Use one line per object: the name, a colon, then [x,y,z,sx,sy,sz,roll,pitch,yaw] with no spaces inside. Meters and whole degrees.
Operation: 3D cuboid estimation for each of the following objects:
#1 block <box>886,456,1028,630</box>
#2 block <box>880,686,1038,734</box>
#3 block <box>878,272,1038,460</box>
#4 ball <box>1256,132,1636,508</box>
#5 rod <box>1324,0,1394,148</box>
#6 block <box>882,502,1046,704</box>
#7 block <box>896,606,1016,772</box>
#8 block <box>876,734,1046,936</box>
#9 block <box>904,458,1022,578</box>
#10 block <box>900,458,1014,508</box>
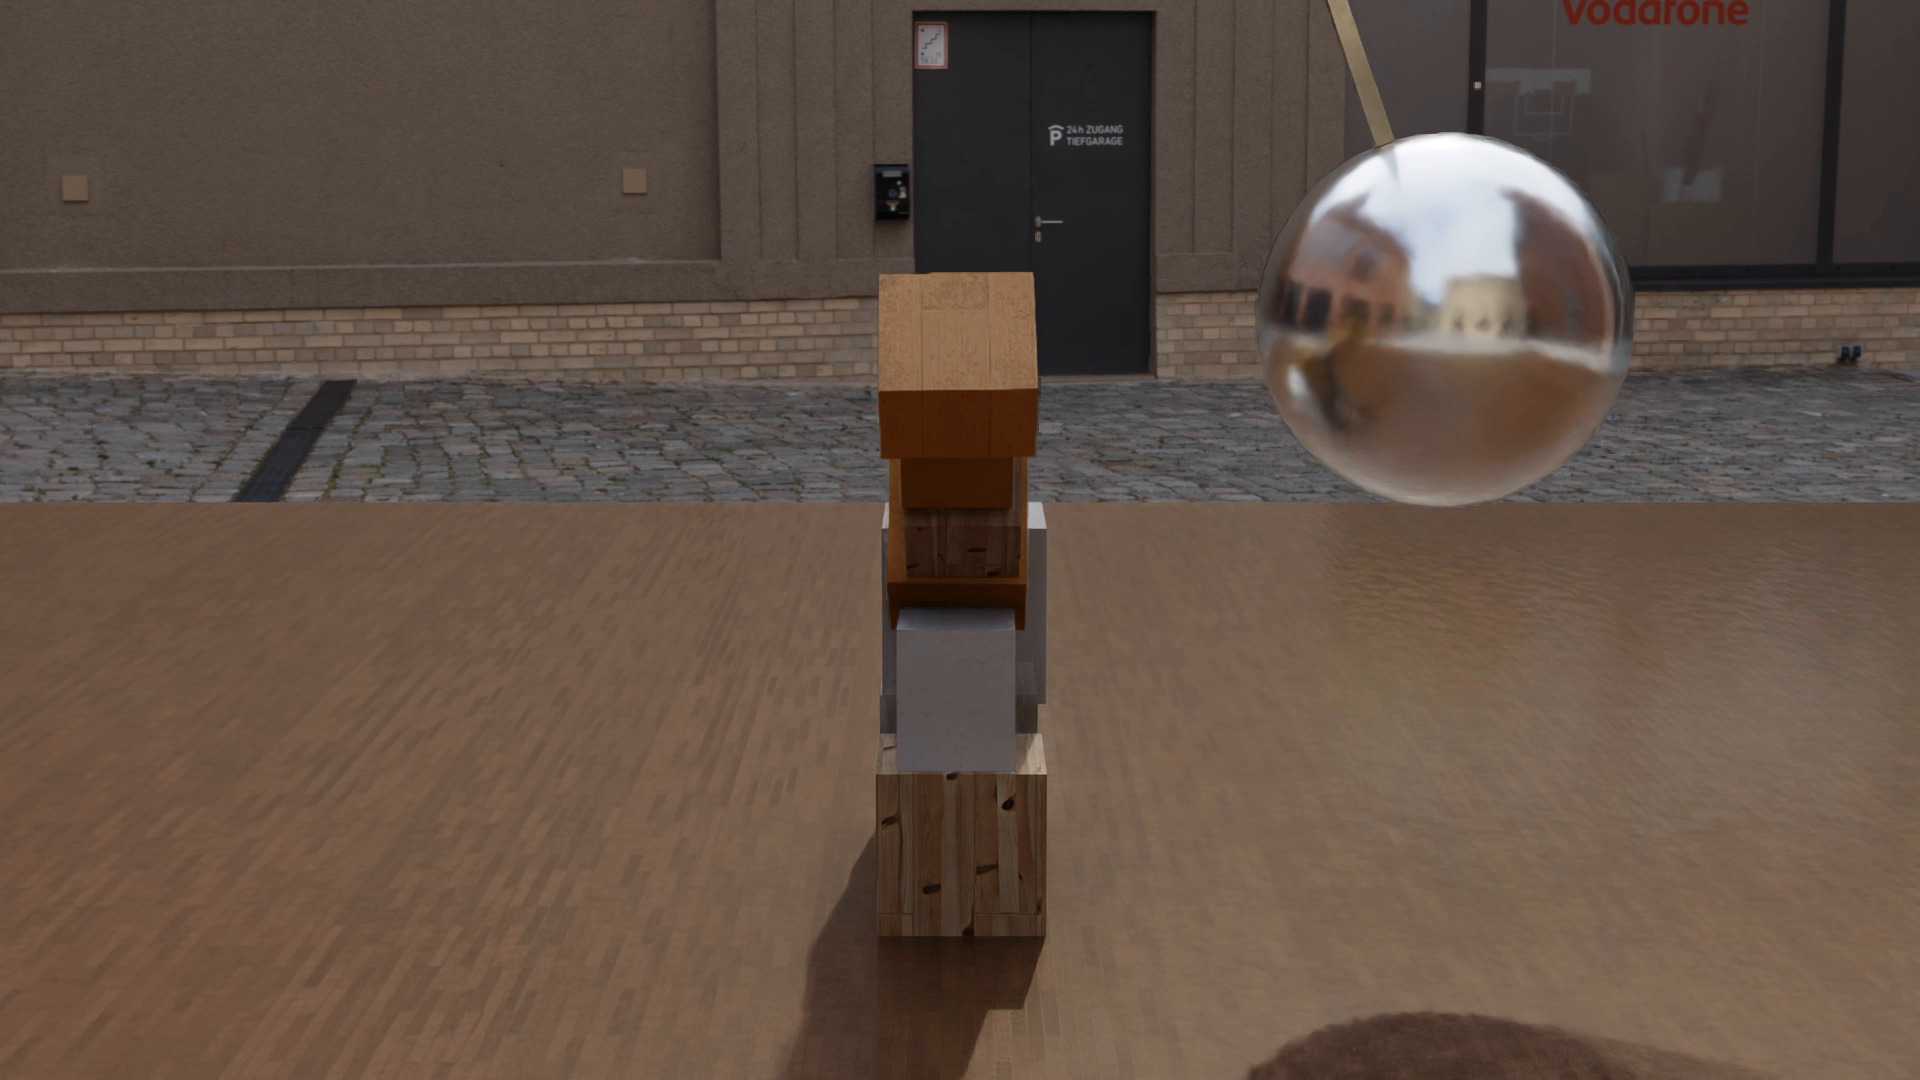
block: [-0.007,-0.032,10.998,0.579,0.681,0.540,0,-22,1]
block: [-0.006,1.011,11.957,0.714,0.733,0.599,0,10,0]
block: [-0.011,-0.654,9.644,0.581,0.525,0.463,-1,-30,-1]
ball: [2.074,-0.941,11.009,1.600,1.600,1.600,0,10,0]
rod: [0.899,-4.080,10.439,0.080,5.200,0.080,-20,10,4]
block: [0.018,0.277,11.722,0.728,0.794,0.706,0,10,0]
block: [-0.013,0.613,10.682,0.484,0.592,0.476,0,10,1]
block: [0.006,1.236,10.842,0.697,0.690,0.657,0,10,0]
block: [0.011,-0.171,10.458,0.465,0.478,0.531,0,-23,0]
block: [-0.011,-0.410,10.016,0.433,0.414,0.416,0,-30,0]
